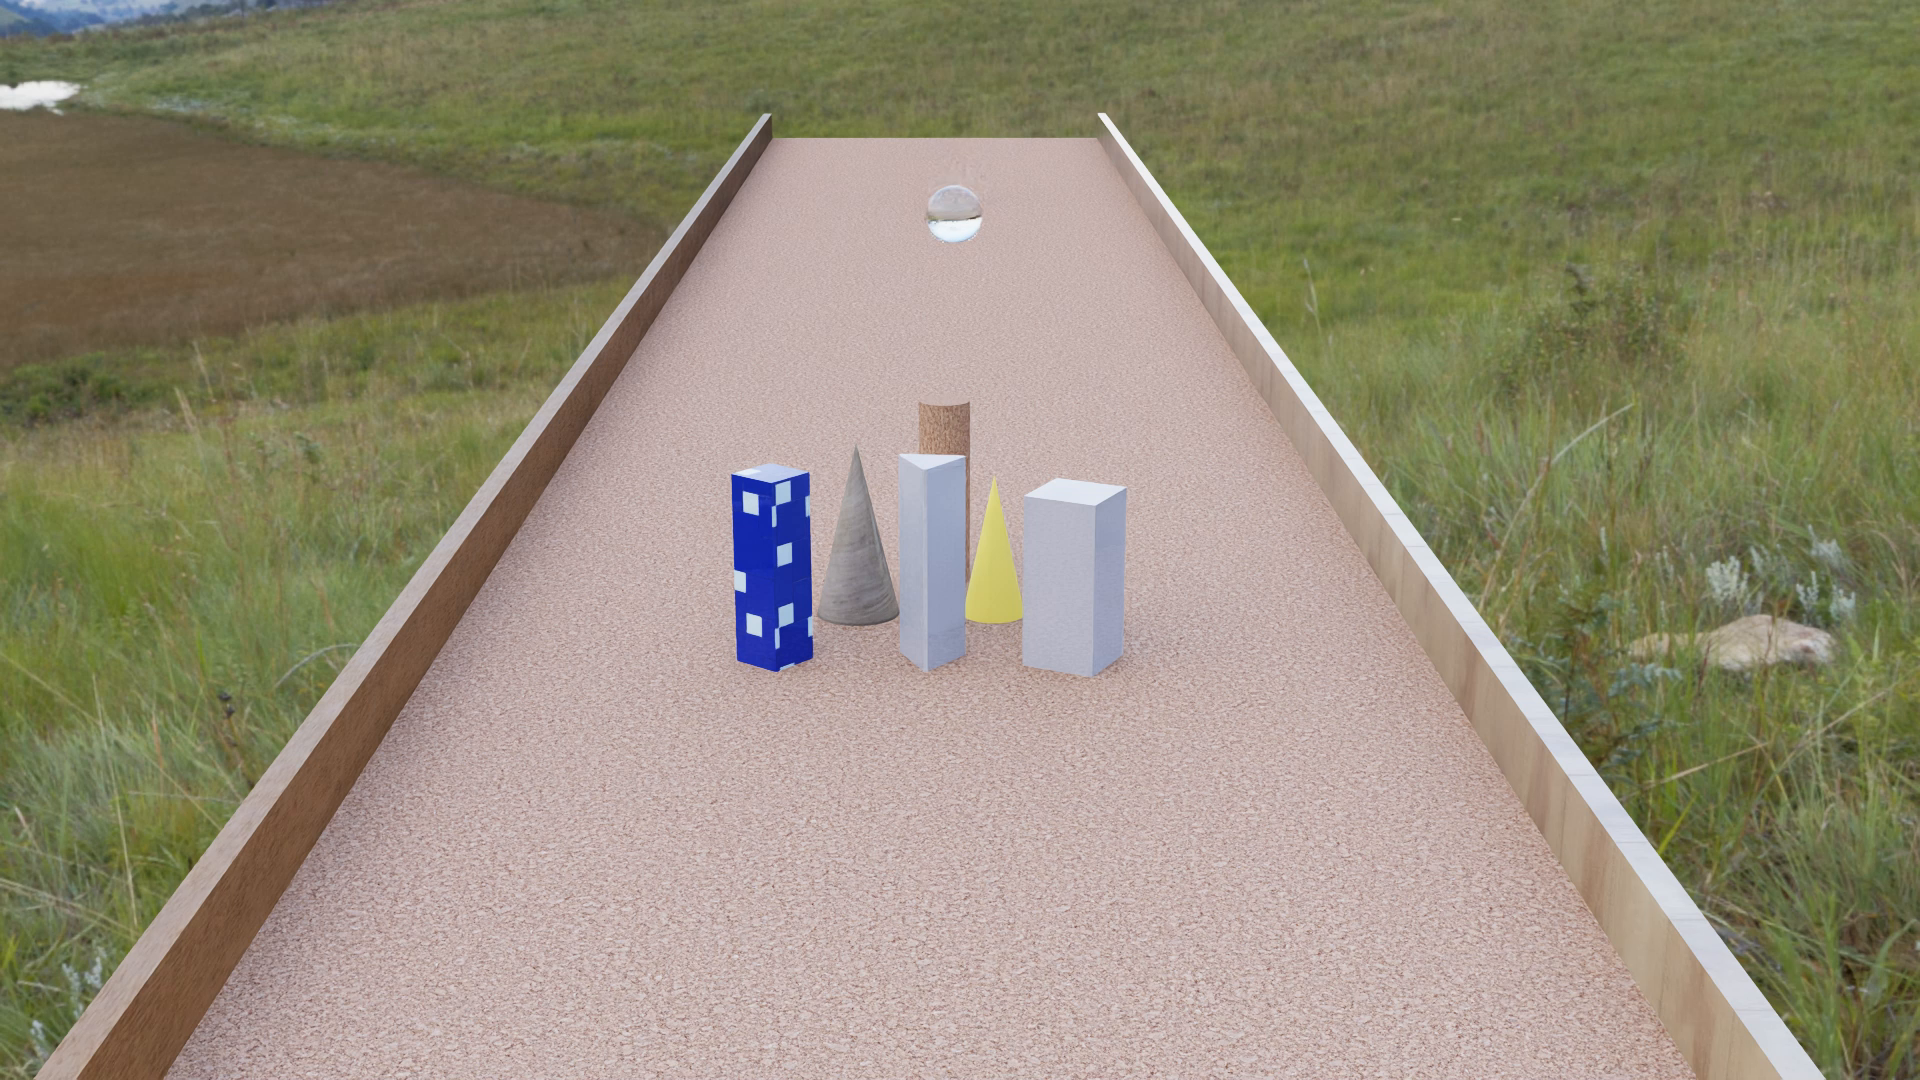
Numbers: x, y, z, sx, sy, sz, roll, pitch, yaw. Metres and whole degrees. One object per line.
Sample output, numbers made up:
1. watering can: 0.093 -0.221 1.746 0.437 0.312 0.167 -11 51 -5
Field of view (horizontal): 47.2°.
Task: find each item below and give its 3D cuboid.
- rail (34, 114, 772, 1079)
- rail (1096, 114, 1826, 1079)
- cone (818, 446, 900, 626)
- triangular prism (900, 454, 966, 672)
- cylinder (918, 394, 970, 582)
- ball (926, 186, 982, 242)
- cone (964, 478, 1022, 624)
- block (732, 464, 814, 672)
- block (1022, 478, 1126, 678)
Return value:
1. rail: -1.118 -0.838 7.780 0.050 0.150 12.000 0 17 -1
2. rail: 0.932 -0.844 7.801 0.050 0.150 12.000 0 17 -1
3. cone: -0.217 -0.025 4.649 0.176 0.377 0.176 0 17 0
4. triangular prism: -0.074 0.038 4.374 0.113 0.413 0.130 12 20 35
5. cylinder: -0.034 -0.111 4.879 0.113 0.410 0.113 0 17 0
6. ball: -0.026 -1.415 9.550 0.247 0.247 0.247 0 17 0
7. cone: 0.072 0.010 4.655 0.133 0.307 0.133 0 17 0
8. block: -0.371 0.054 4.365 0.108 0.387 0.108 13 21 37
9. block: 0.227 0.073 4.367 0.152 0.351 0.152 8 19 26
